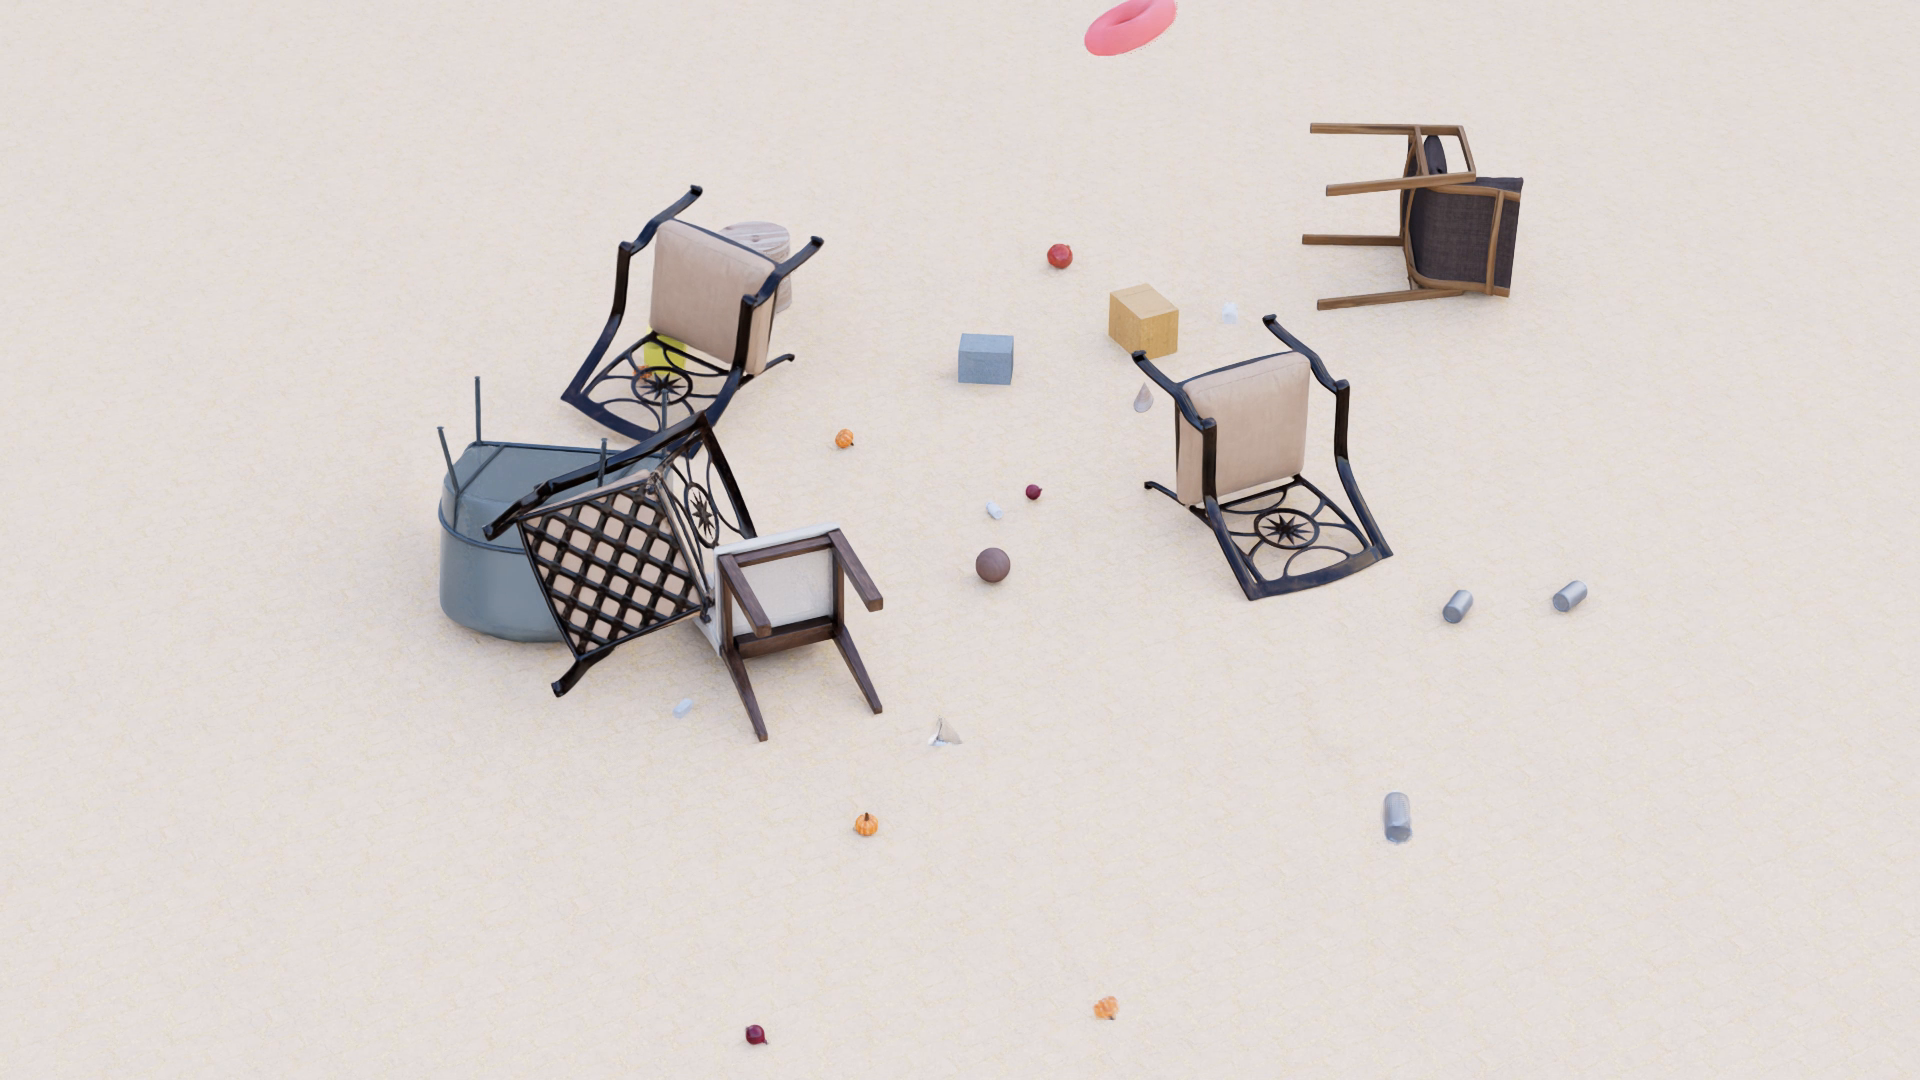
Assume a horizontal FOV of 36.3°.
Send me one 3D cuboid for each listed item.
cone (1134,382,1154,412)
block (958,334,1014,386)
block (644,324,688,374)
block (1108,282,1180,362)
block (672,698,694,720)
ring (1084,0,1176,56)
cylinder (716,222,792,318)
[{"bbox_3d":[0.738,-0.594,11.757,0.076,0.098,0.169,7,34,11],"label":"cone"},{"bbox_3d":[0.106,-0.736,11.926,0.213,0.149,0.146,3,34,5],"label":"block"},{"bbox_3d":[-1.206,-0.780,12.018,0.157,0.121,0.202,0,33,-1],"label":"block"},{"bbox_3d":[0.759,-0.900,12.126,0.179,0.202,0.258,-16,37,-23],"label":"block"},{"bbox_3d":[-0.948,0.578,10.041,0.033,0.028,0.078,17,37,24],"label":"block"},{"bbox_3d":[0.676,-2.041,11.622,0.400,0.123,0.211,-27,39,-4],"label":"ring"},{"bbox_3d":[-0.872,-1.145,12.398,0.314,0.312,0.273,-5,34,-7],"label":"cylinder"}]
